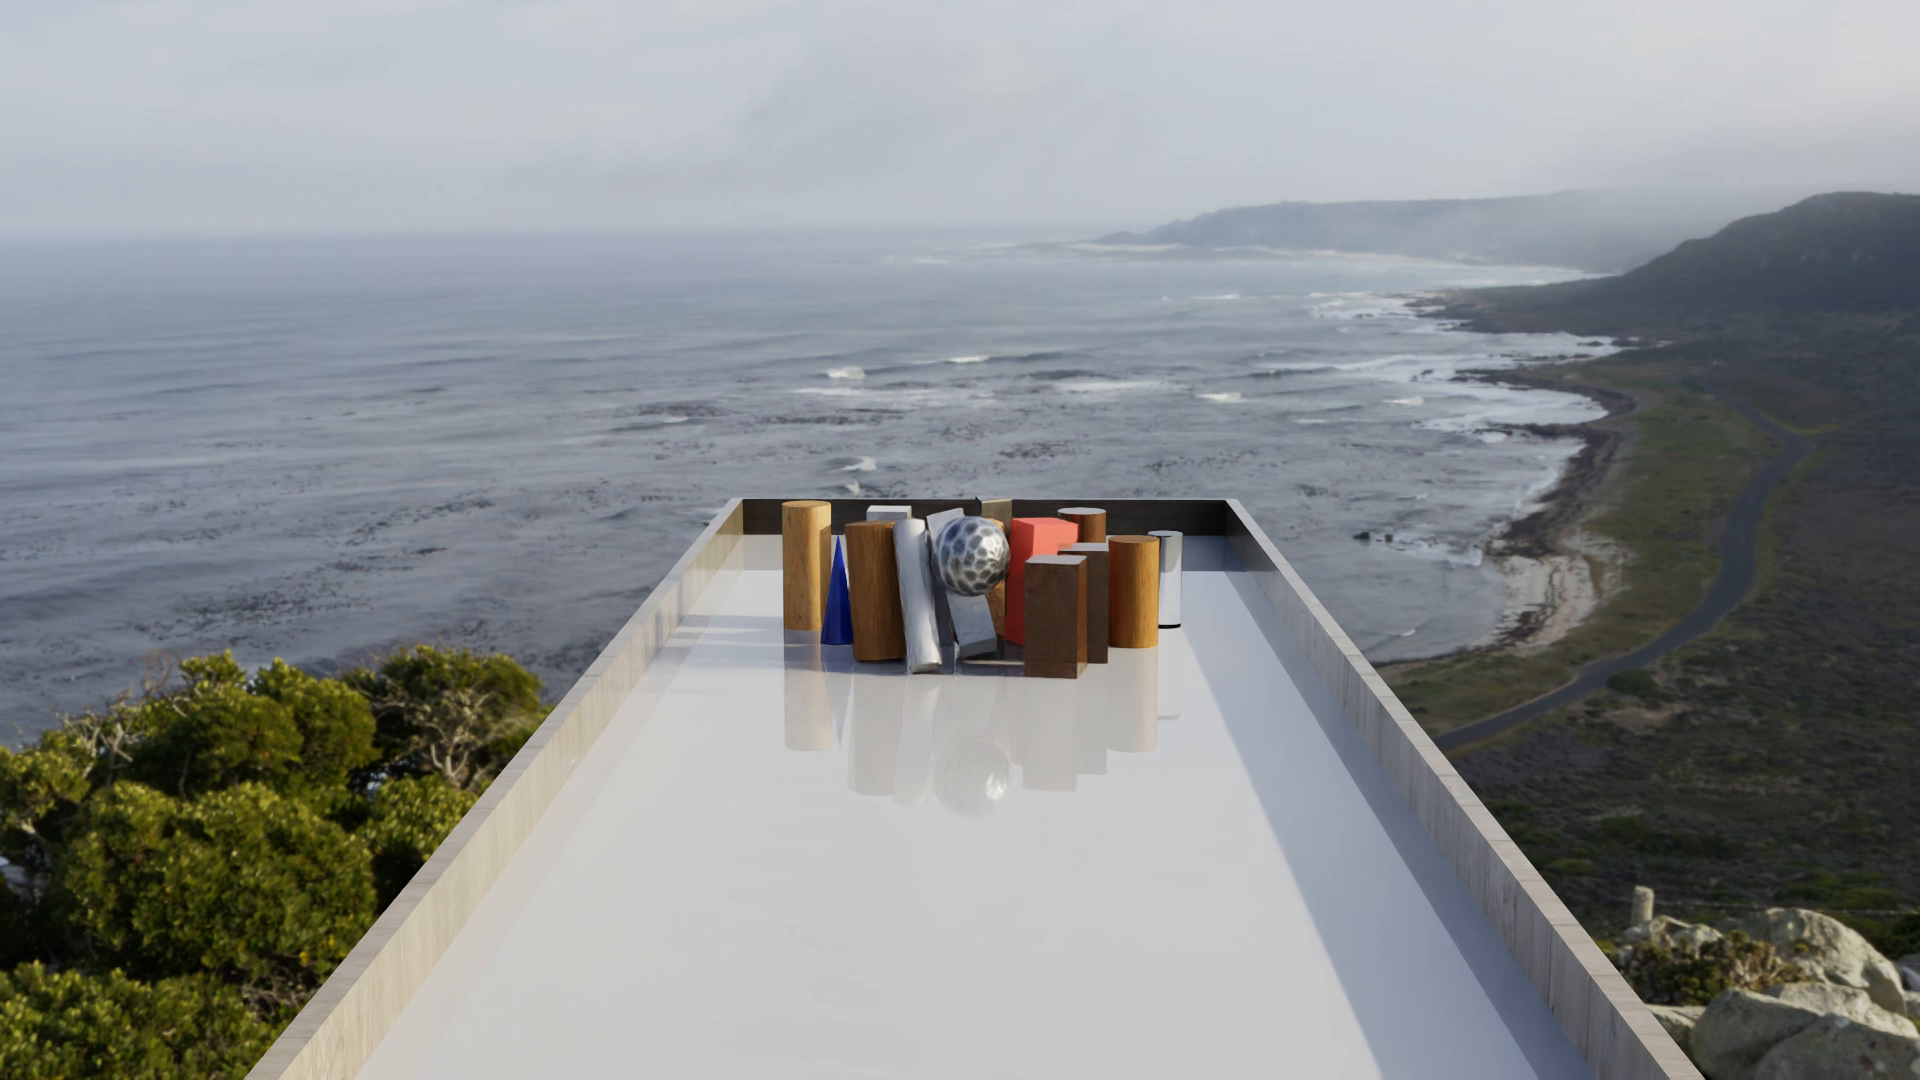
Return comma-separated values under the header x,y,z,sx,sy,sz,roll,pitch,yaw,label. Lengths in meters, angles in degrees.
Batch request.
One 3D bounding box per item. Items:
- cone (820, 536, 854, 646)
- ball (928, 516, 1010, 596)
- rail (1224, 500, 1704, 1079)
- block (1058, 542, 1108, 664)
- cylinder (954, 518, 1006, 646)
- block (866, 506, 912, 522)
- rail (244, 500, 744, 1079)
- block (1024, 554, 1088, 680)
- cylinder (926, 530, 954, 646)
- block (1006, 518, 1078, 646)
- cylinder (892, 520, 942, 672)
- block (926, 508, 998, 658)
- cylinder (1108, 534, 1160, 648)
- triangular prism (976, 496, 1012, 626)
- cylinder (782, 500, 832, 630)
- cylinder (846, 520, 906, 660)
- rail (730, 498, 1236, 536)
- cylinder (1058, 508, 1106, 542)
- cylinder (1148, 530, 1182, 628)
x,y,z,sx,sy,sz,roll,pitch,yaw,label
-0.383,0.149,6.945,0.122,0.352,0.122,0,9,0,cone
0.028,0.048,6.568,0.244,0.244,0.244,0,9,0,ball
1.046,0.843,3.208,0.050,0.150,12.000,0,9,1,rail
0.373,0.191,6.700,0.153,0.345,0.153,0,9,2,block
0.063,0.135,6.873,0.157,0.377,0.157,1,-23,0,cylinder
-0.231,0.092,7.175,0.133,0.392,0.133,1,9,4,block
-1.004,0.839,3.234,0.050,0.150,12.000,0,9,1,rail
0.284,0.224,6.507,0.159,0.340,0.159,2,9,13,block
-0.074,0.149,6.933,0.110,0.352,0.110,-1,7,0,cylinder
0.256,0.132,6.920,0.155,0.385,0.155,-1,9,-27,block
-0.129,0.164,6.561,0.100,0.443,0.100,-7,-16,-2,cylinder
0.005,0.130,6.729,0.115,0.438,0.115,-13,-22,-3,block
0.545,0.162,6.921,0.160,0.334,0.160,0,9,0,cylinder
0.086,0.070,7.211,0.127,0.425,0.110,-6,11,-35,triangular prism
-0.501,0.082,7.200,0.159,0.404,0.159,0,9,0,cylinder
-0.255,0.152,6.702,0.163,0.408,0.163,-4,5,0,cylinder
0.099,-0.098,9.147,2.100,0.150,0.050,0,9,1,rail
0.396,0.096,7.175,0.157,0.385,0.157,0,9,0,cylinder
0.671,0.130,7.208,0.113,0.308,0.113,0,9,0,cylinder
